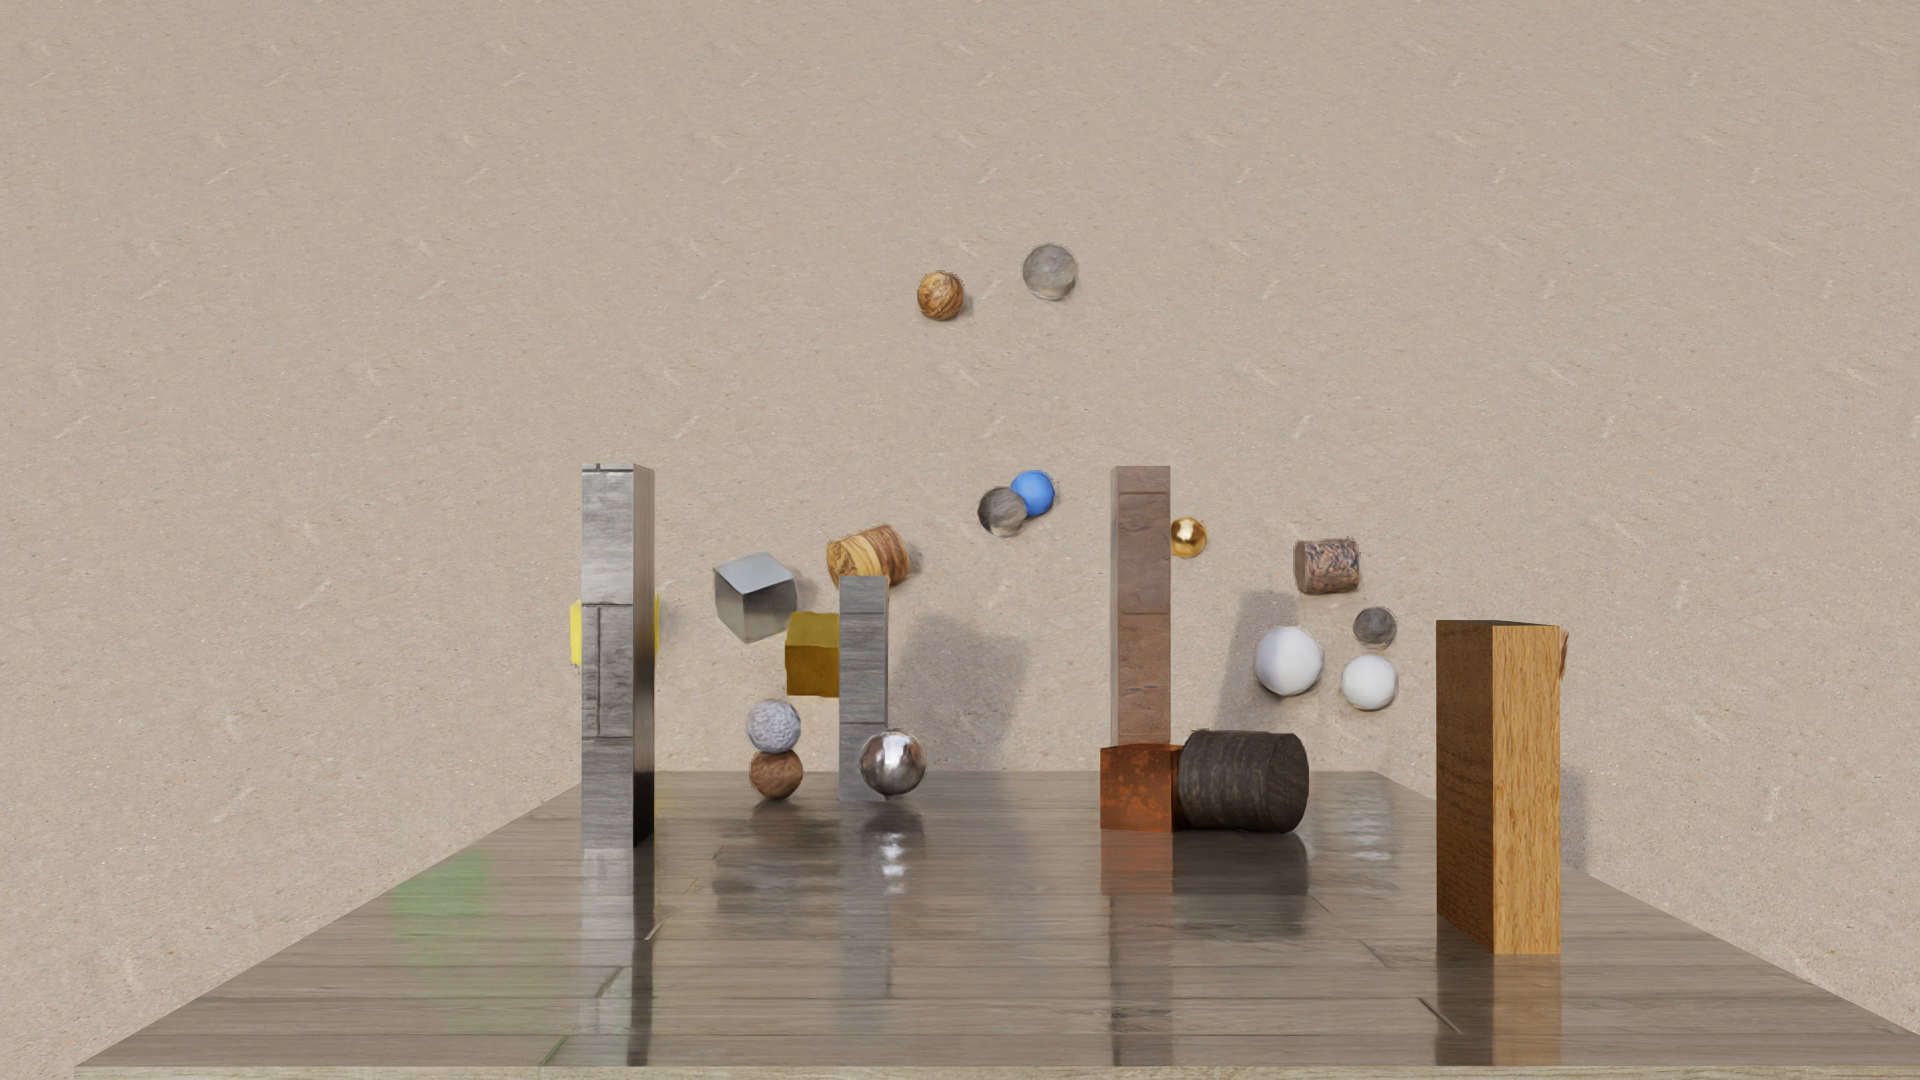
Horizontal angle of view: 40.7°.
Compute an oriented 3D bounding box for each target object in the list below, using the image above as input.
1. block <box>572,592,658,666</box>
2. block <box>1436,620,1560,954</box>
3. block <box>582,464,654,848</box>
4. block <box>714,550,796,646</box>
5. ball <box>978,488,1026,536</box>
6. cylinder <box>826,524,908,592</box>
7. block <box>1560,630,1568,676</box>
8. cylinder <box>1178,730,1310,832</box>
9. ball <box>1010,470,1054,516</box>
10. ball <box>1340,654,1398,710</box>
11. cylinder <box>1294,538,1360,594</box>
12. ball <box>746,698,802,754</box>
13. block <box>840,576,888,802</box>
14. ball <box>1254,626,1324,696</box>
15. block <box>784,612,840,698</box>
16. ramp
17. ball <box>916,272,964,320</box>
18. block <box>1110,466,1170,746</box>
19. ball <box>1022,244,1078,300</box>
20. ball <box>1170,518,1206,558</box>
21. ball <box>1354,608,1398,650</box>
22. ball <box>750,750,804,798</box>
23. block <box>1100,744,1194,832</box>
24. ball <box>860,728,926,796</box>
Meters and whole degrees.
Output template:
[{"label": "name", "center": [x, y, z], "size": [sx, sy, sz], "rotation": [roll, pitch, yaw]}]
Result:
[{"label": "block", "center": [-0.965, 0.247, 7.246], "size": [0.179, 0.179, 0.179], "rotation": [11, 25, 17]}, {"label": "block", "center": [0.768, 0.341, 3.720], "size": [0.091, 0.444, 0.418], "rotation": [0, -1, 0]}, {"label": "block", "center": [-0.659, 0.218, 5.011], "size": [0.096, 0.720, 0.339], "rotation": [0, -1, 0]}, {"label": "block", "center": [-0.585, 0.164, 7.411], "size": [0.171, 0.171, 0.171], "rotation": [-19, 36, -27]}, {"label": "ball", "center": [0.127, -0.084, 7.831], "size": [0.149, 0.149, 0.149], "rotation": [0, 32, 0]}, {"label": "cylinder", "center": [-0.270, 0.063, 7.569], "size": [0.175, 0.175, 0.175], "rotation": [-19, 37, -28]}, {"label": "block", "center": [1.620, 0.320, 7.205], "size": [0.114, 0.114, 0.114], "rotation": [10, 31, 19]}, {"label": "cylinder", "center": [0.566, 0.481, 5.172], "size": [0.196, 0.196, 0.196], "rotation": [-1, 27, 32]}, {"label": "ball", "center": [0.219, -0.142, 7.933], "size": [0.140, 0.140, 0.140], "rotation": [0, 32, 0]}, {"label": "ball", "center": [1.116, 0.388, 7.066], "size": [0.154, 0.154, 0.154], "rotation": [0, 32, 0]}, {"label": "cylinder", "center": [1.071, 0.077, 7.567], "size": [0.153, 0.153, 0.153], "rotation": [-4, 32, -7]}, {"label": "ball", "center": [-0.419, 0.420, 5.838], "size": [0.125, 0.125, 0.125], "rotation": [0, 32, 0]}, {"label": "block", "center": [-0.221, 0.336, 5.998], "size": [0.102, 0.507, 0.321], "rotation": [0, -1, 0]}, {"label": "ball", "center": [0.903, 0.333, 7.120], "size": [0.190, 0.190, 0.190], "rotation": [0, 32, 0]}, {"label": "block", "center": [-0.389, 0.316, 7.169], "size": [0.167, 0.167, 0.167], "rotation": [2, 32, 3]}, {"label": "ramp", "center": [0.071, 0.625, 4.714], "size": [2.000, 0.100, 4.000], "rotation": [0, -1, 0]}, {"label": "ball", "center": [-0.068, -0.852, 9.050], "size": [0.166, 0.166, 0.166], "rotation": [0, 32, 0]}, {"label": "block", "center": [0.380, 0.216, 5.483], "size": [0.109, 0.735, 0.263], "rotation": [0, -1, 0]}, {"label": "ball", "center": [0.319, -0.951, 9.183], "size": [0.194, 0.194, 0.194], "rotation": [0, 32, 0]}, {"label": "ball", "center": [0.675, -0.008, 7.736], "size": [0.120, 0.120, 0.120], "rotation": [0, 32, 0]}, {"label": "ball", "center": [1.172, 0.251, 7.317], "size": [0.122, 0.122, 0.122], "rotation": [0, 32, 0]}, {"label": "ball", "center": [-0.417, 0.529, 5.896], "size": [0.120, 0.120, 0.120], "rotation": [0, 32, 0]}, {"label": "block", "center": [0.394, 0.499, 5.236], "size": [0.162, 0.162, 0.162], "rotation": [0, -1, 32]}, {"label": "ball", "center": [-0.149, 0.495, 5.764], "size": [0.150, 0.150, 0.150], "rotation": [0, 32, 0]}]
